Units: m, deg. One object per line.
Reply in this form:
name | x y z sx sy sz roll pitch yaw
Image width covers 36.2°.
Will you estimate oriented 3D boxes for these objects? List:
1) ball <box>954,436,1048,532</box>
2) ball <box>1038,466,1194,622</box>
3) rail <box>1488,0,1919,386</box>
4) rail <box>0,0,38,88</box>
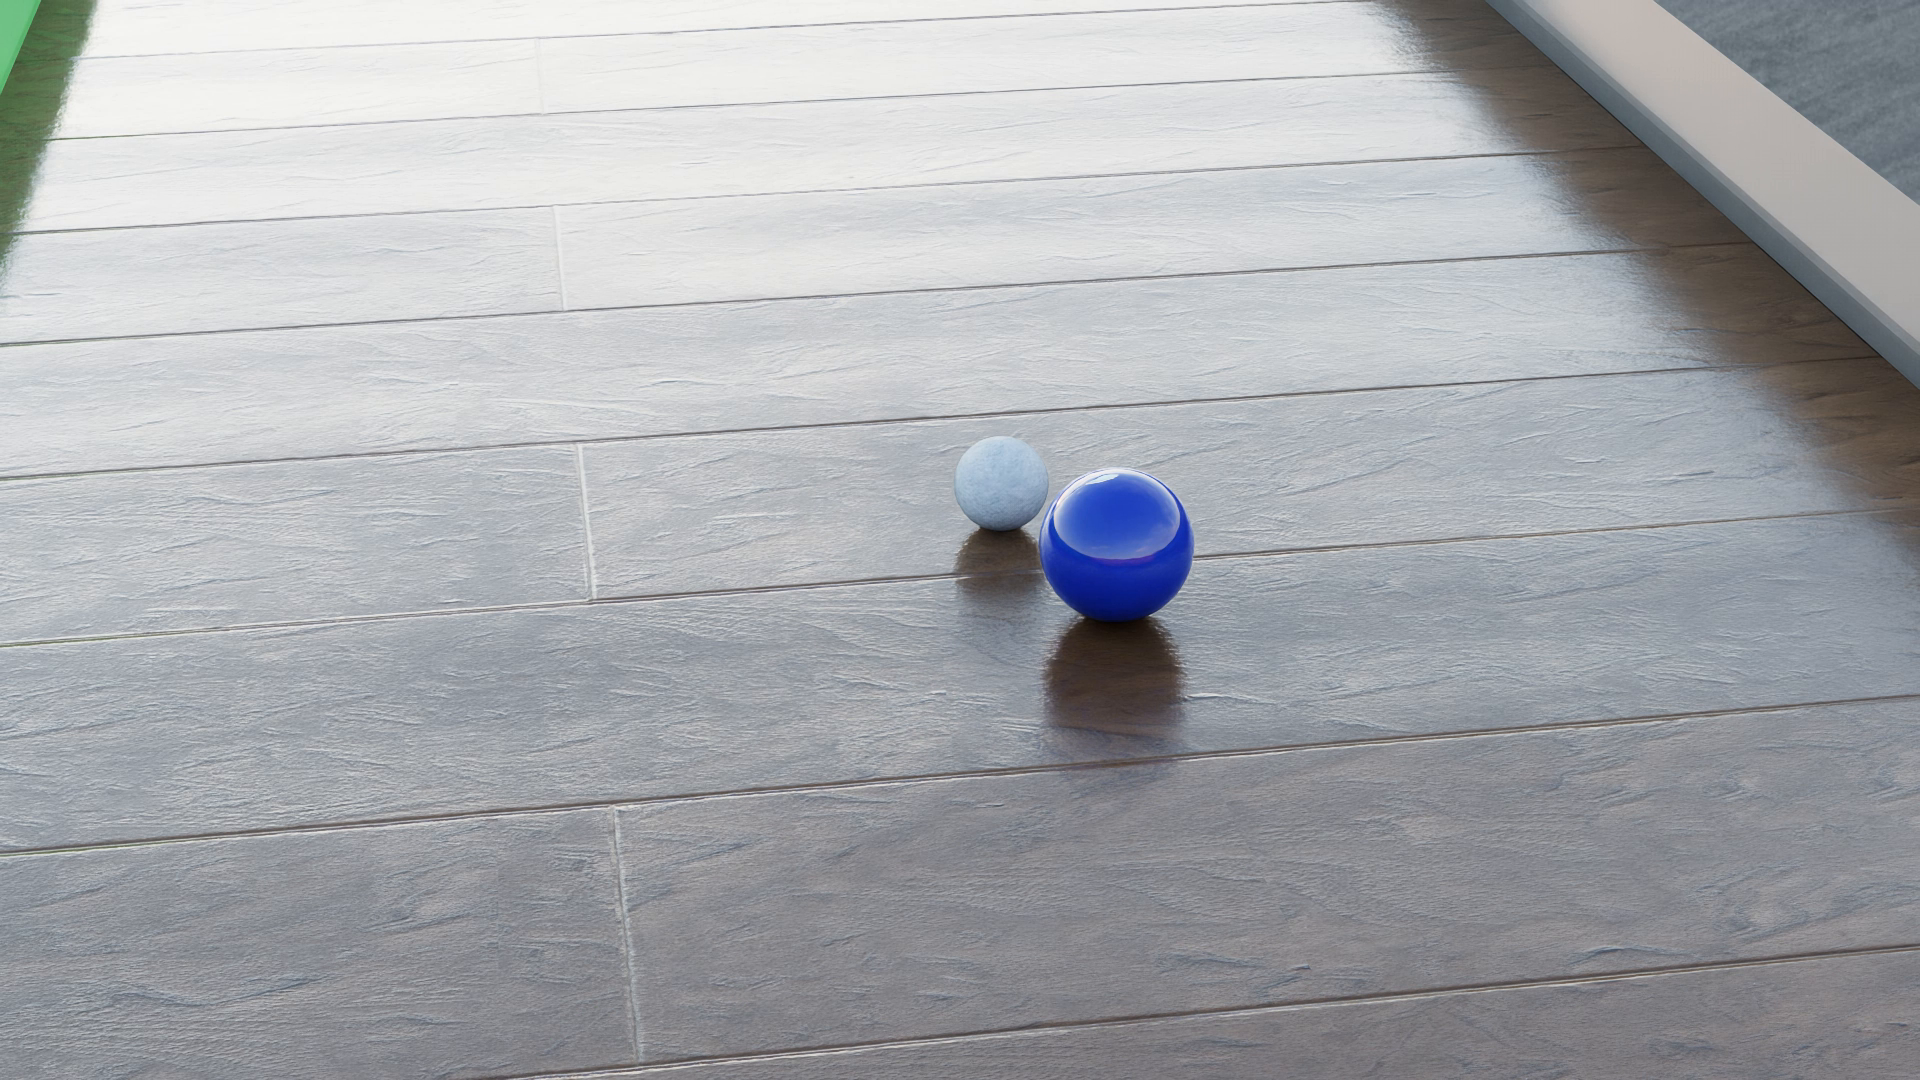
ball | 0.028 -0.038 1.983 0.064 0.064 0.064 0 27 0
ball | 0.099 0.003 1.862 0.099 0.099 0.099 0 27 0
rail | 0.614 -0.409 2.650 0.045 0.128 3.039 -4 27 -8
rail | -0.850 -0.306 2.444 0.045 0.128 3.039 -4 27 -8
